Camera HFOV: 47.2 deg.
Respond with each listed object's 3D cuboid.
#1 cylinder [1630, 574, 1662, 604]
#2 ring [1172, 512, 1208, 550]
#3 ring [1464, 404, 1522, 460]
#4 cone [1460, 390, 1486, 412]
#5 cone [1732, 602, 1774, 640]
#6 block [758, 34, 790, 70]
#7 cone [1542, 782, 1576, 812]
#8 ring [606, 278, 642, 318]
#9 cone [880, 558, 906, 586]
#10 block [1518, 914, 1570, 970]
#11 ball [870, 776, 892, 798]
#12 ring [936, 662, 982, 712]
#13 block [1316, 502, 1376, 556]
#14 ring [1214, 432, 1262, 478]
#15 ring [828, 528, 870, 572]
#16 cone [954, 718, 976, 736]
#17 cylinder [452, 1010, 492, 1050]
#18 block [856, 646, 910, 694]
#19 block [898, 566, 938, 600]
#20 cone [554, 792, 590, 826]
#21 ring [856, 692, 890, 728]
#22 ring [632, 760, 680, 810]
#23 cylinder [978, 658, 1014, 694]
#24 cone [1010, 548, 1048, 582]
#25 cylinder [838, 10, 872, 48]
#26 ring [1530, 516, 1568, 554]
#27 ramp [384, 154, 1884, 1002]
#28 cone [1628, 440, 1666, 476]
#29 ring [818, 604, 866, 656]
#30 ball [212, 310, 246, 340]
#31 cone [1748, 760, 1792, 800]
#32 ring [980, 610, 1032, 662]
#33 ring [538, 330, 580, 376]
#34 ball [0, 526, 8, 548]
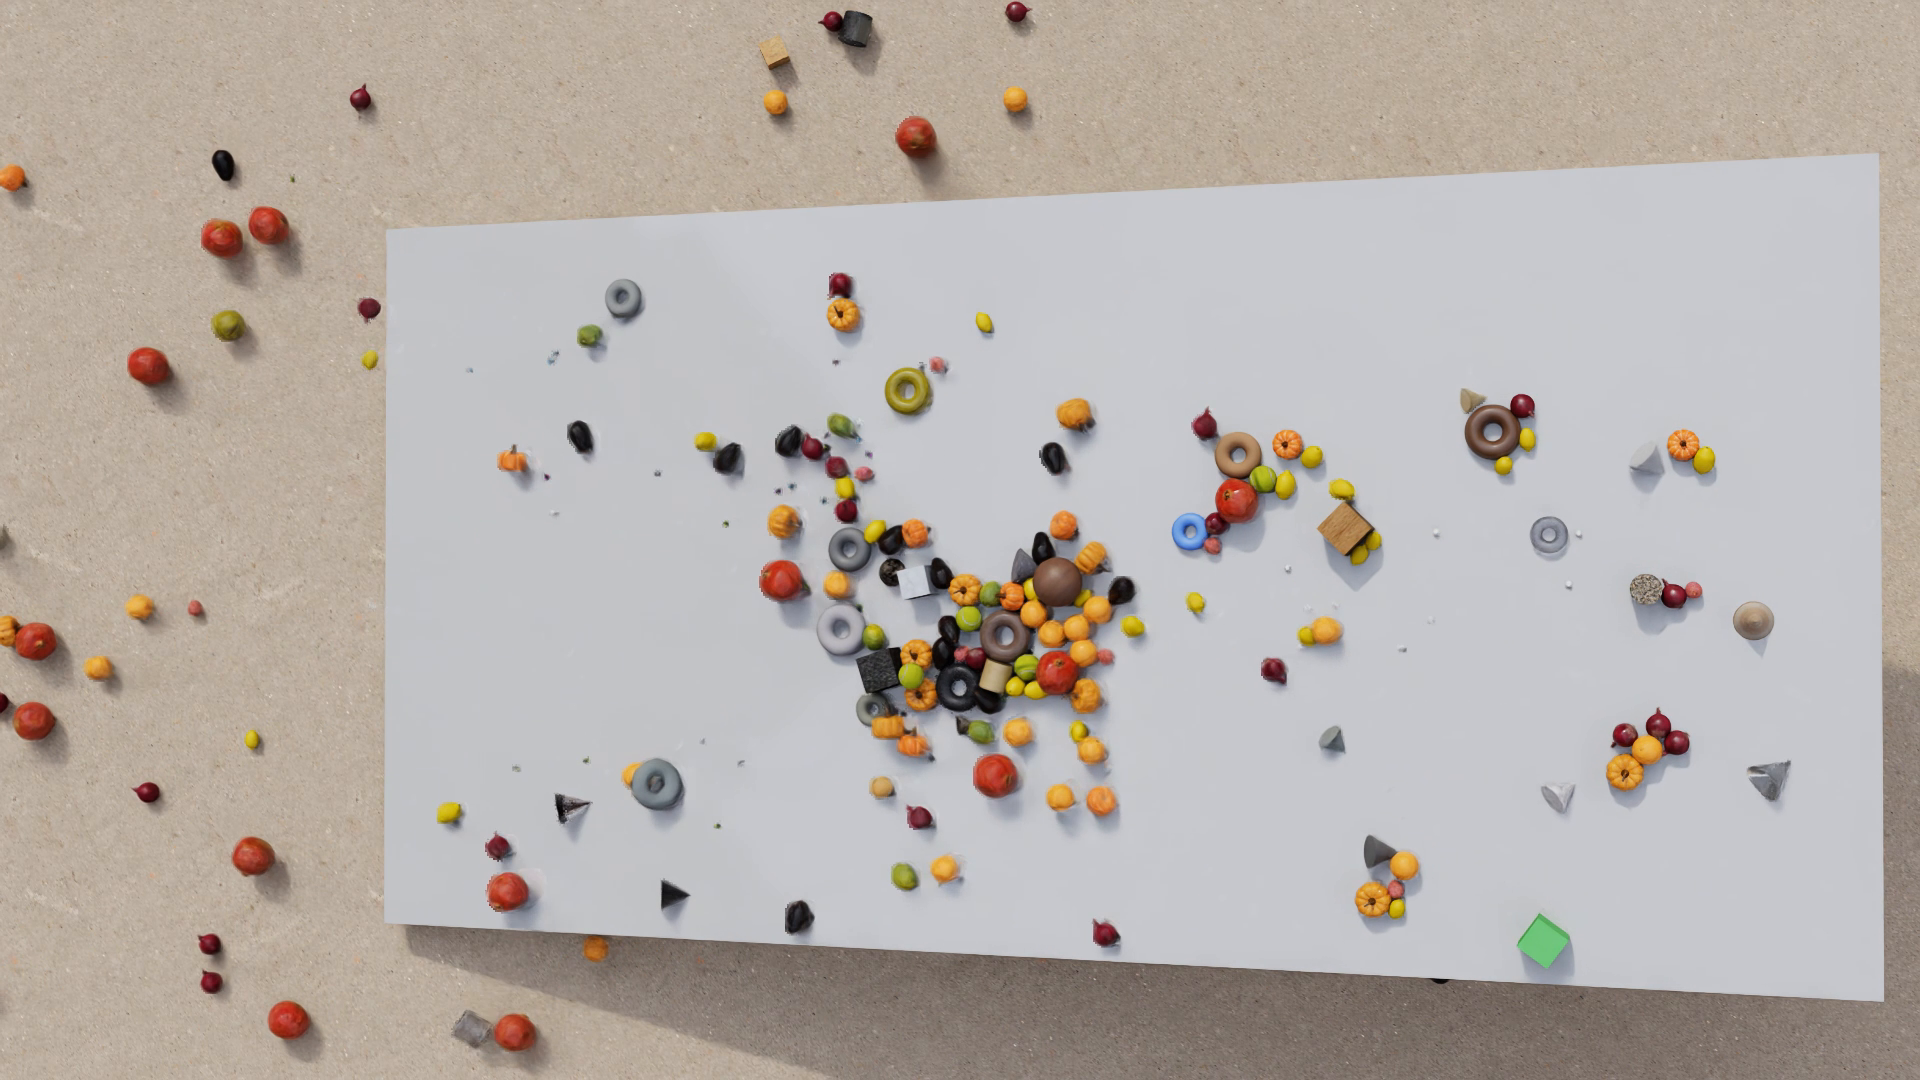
[{"bbox_3d":[1.654,0.119,5.301,0.075,0.075,0.075,0,89,17],"label":"cylinder"},{"bbox_3d":[0.591,-0.022,5.647,0.097,0.032,0.097,-1,88,18],"label":"ring"},{"bbox_3d":[1.314,-0.267,5.425,0.137,0.046,0.137,0,90,16],"label":"ring"},{"bbox_3d":[1.279,-0.351,5.446,0.060,0.060,0.060,-14,89,-18],"label":"cone"},{"bbox_3d":[1.886,0.193,5.220,0.094,0.094,0.094,0,89,17],"label":"cone"},{"bbox_3d":[-0.542,-1.424,6.425,0.068,0.068,0.068,-25,89,0],"label":"block"},{"bbox_3d":[1.475,0.612,5.369,0.078,0.078,0.078,-33,89,-13],"label":"cone"},{"bbox_3d":[-0.937,-0.673,6.116,0.109,0.036,0.109,-1,88,18],"label":"ring"},{"bbox_3d":[-0.192,0.086,5.859,0.076,0.076,0.076,0,89,17],"label":"cone"},{"bbox_3d":[1.420,0.976,5.353,0.087,0.087,0.087,37,99,14],"label":"block"},{"bbox_3d":[-0.209,0.659,5.864,0.060,0.060,0.060,0,89,0],"label":"ball"},{"bbox_3d":[-0.002,0.390,5.814,0.131,0.044,0.131,0,90,18],"label":"ring"},{"bbox_3d":[0.965,-0.028,5.500,0.096,0.096,0.096,46,101,12],"label":"block"},{"bbox_3d":[0.709,-0.216,5.610,0.121,0.040,0.121,0,90,17],"label":"ring"},{"bbox_3d":[-0.296,0.026,5.910,0.122,0.041,0.122,0,89,18],"label":"ring"},{"bbox_3d":[0.020,0.488,5.816,0.053,0.053,0.053,-14,89,-24],"label":"cone"},{"bbox_3d":[-1.413,1.417,6.372,0.085,0.085,0.085,32,89,-1],"label":"cylinder"},{"bbox_3d":[-0.205,0.346,5.848,0.097,0.097,0.097,-19,84,16],"label":"block"},{"bbox_3d":[-0.112,0.113,5.834,0.077,0.077,0.077,-13,85,16],"label":"block"},{"bbox_3d":[-1.074,0.741,6.133,0.097,0.097,0.097,-12,89,-10],"label":"cone"},{"bbox_3d":[-0.233,0.453,5.888,0.097,0.032,0.097,1,93,17],"label":"ring"},{"bbox_3d":[-0.833,0.671,6.032,0.139,0.046,0.139,2,84,-22],"label":"ring"},{"bbox_3d":[0.095,0.357,5.769,0.074,0.074,0.074,17,93,0],"label":"cylinder"},{"bbox_3d":[0.191,0.076,5.761,0.092,0.092,0.092,12,89,-12],"label":"cone"},{"bbox_3d":[-0.304,-1.491,6.418,0.083,0.083,0.083,14,89,0],"label":"cylinder"},{"bbox_3d":[1.443,-0.013,5.390,0.093,0.031,0.093,-1,88,17],"label":"ring"},{"bbox_3d":[0.272,0.095,5.810,4.000,0.100,2.000,0,89,17],"label":"ramp"},{"bbox_3d":[1.678,-0.182,5.318,0.082,0.082,0.082,39,89,-13],"label":"cone"},{"bbox_3d":[-0.318,0.241,5.910,0.141,0.047,0.141,0,90,16],"label":"ring"},{"bbox_3d":[-2.127,-0.626,6.402,0.091,0.091,0.091,0,89,0],"label":"ball"},{"bbox_3d":[1.942,0.550,5.225,0.095,0.095,0.095,-32,89,-13],"label":"cone"},{"bbox_3d":[0.119,0.252,5.778,0.141,0.047,0.141,0,90,16],"label":"ring"},{"bbox_3d":[-1.127,-0.526,6.184,0.128,0.043,0.128,0,87,7],"label":"ring"},{"bbox_3d":[-2.812,-0.009,6.400,0.076,0.076,0.076,0,89,0],"label":"ball"}]
